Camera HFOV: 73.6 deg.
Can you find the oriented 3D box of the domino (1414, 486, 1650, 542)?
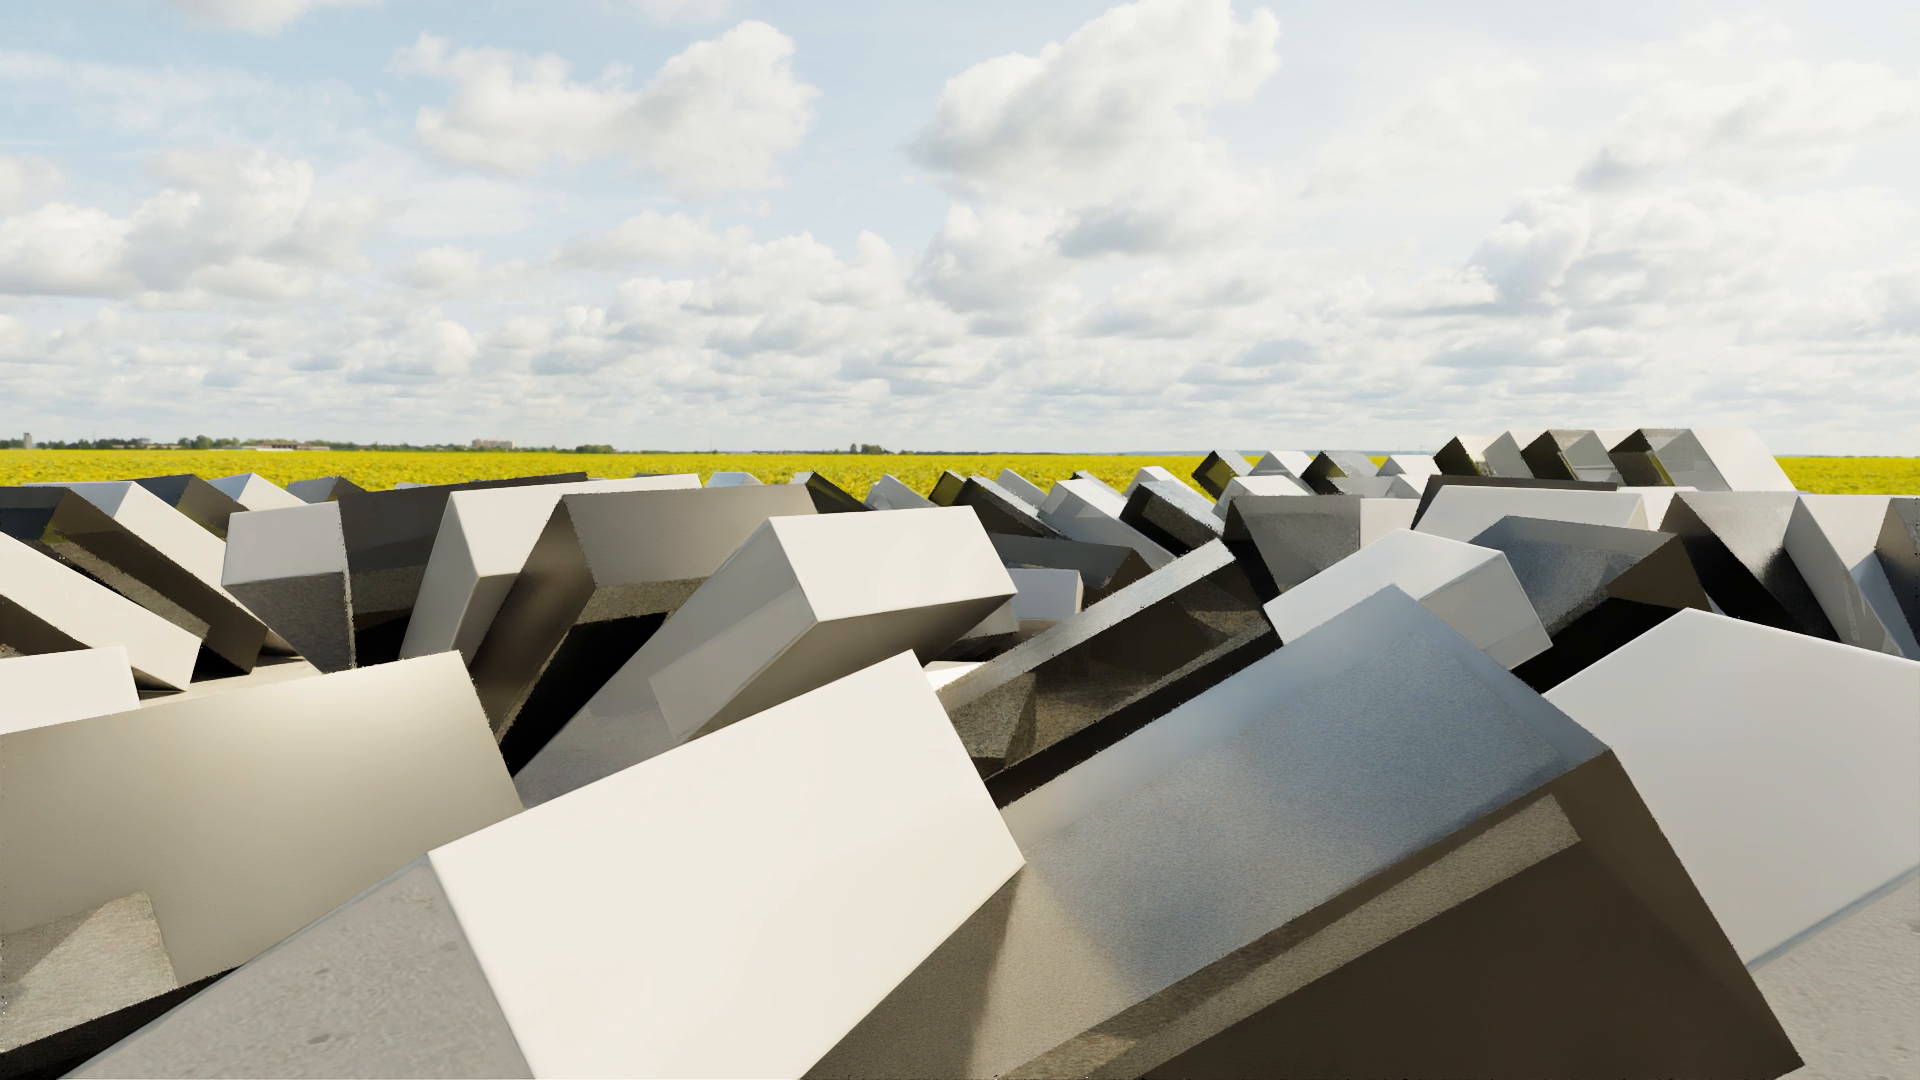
[{"bbox_3d":[0.061,0.013,0.153,0.025,0.010,0.050,5,42,45],"label":"domino"}]

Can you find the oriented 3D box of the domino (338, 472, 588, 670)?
[{"bbox_3d":[-0.059,0.011,0.154,0.025,0.009,0.050,-8,-29,-27],"label":"domino"}]

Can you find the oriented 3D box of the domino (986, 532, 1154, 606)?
[{"bbox_3d":[0.023,0.011,0.256,0.025,0.010,0.050,46,-20,-26],"label":"domino"}]

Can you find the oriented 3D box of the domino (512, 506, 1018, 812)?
[{"bbox_3d":[-0.020,0.015,0.123,0.025,0.009,0.050,-5,-29,-50],"label":"domino"}]

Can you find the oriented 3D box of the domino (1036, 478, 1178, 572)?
[{"bbox_3d":[0.044,0.003,0.300,0.050,0.010,0.025,34,16,16],"label":"domino"}]

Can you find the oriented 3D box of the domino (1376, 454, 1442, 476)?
[{"bbox_3d":[0.136,-0.003,0.342,0.025,0.009,0.050,-2,45,-30],"label":"domino"}]

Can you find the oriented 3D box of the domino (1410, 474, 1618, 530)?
[{"bbox_3d":[0.070,0.011,0.171,0.025,0.010,0.050,5,43,32],"label":"domino"}]

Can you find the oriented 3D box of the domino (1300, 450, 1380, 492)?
[{"bbox_3d":[0.119,-0.004,0.352,0.025,0.009,0.050,-3,47,-48],"label":"domino"}]

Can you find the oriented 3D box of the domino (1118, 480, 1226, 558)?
[{"bbox_3d":[0.063,0.004,0.294,0.050,0.009,0.025,35,18,20],"label":"domino"}]

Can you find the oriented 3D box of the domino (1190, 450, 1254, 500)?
[{"bbox_3d":[0.090,-0.005,0.364,0.050,0.010,0.025,46,21,16],"label":"domino"}]

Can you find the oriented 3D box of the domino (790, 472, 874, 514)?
[{"bbox_3d":[-0.017,0.002,0.292,0.050,0.009,0.025,34,-7,-14],"label":"domino"}]

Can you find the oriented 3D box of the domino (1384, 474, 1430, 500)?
[{"bbox_3d":[0.112,0.005,0.263,0.025,0.009,0.050,0,36,-31],"label":"domino"}]

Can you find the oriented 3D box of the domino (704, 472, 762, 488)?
[{"bbox_3d":[-0.033,0.003,0.282,0.050,0.010,0.025,36,-13,-23],"label":"domino"}]

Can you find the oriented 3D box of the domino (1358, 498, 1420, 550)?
[{"bbox_3d":[0.073,0.011,0.191,0.025,0.010,0.050,1,35,17],"label":"domino"}]

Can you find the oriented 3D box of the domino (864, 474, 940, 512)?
[{"bbox_3d":[0.002,0.002,0.301,0.050,0.009,0.025,32,2,-1],"label":"domino"}]

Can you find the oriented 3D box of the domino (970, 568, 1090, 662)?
[{"bbox_3d":[-0.002,0.014,0.239,0.050,0.009,0.025,1,-25,13],"label":"domino"}]

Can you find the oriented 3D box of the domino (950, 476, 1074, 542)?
[{"bbox_3d":[0.023,0.002,0.302,0.050,0.009,0.025,33,8,8],"label":"domino"}]

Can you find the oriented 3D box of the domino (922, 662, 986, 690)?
[{"bbox_3d":[-0.003,0.025,0.170,0.025,0.009,0.050,1,4,7],"label":"domino"}]

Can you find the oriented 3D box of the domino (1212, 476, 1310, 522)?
[{"bbox_3d":[0.083,0.004,0.287,0.025,0.009,0.050,-5,39,-49],"label":"domino"}]

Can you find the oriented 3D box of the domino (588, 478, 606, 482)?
[{"bbox_3d":[-0.060,0.005,0.258,0.025,0.009,0.050,5,-28,50],"label":"domino"}]

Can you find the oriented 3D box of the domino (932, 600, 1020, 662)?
[{"bbox_3d":[-0.017,0.017,0.204,0.050,0.010,0.025,-4,-22,-43],"label":"domino"}]

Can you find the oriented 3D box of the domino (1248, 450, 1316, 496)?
[{"bbox_3d":[0.106,-0.005,0.360,0.050,0.009,0.025,49,29,23],"label":"domino"}]

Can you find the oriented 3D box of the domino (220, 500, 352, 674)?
[{"bbox_3d":[-0.072,0.011,0.171,0.025,0.010,0.050,-7,-27,-4],"label":"domino"}]

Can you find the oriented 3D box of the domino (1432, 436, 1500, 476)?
[{"bbox_3d":[0.145,-0.004,0.329,0.025,0.050,0.010,-3,-34,-31],"label":"domino"}]

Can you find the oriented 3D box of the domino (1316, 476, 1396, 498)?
[{"bbox_3d":[0.101,0.004,0.276,0.025,0.009,0.050,-3,38,-35],"label":"domino"}]

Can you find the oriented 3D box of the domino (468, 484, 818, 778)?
[{"bbox_3d":[-0.036,0.013,0.132,0.025,0.009,0.050,-5,-31,-42],"label":"domino"}]

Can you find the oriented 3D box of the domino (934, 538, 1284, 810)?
[{"bbox_3d":[0.006,0.017,0.123,0.050,0.009,0.025,-29,0,9],"label":"domino"}]

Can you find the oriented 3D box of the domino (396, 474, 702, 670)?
[{"bbox_3d":[-0.047,0.012,0.142,0.025,0.009,0.050,-7,-30,-37],"label":"domino"}]

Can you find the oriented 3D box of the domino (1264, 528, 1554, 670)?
[{"bbox_3d":[0.027,0.016,0.124,0.050,0.010,0.025,-30,5,2],"label":"domino"}]

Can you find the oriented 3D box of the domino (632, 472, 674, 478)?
[{"bbox_3d":[-0.047,0.004,0.271,0.050,0.009,0.025,38,-16,-29],"label":"domino"}]

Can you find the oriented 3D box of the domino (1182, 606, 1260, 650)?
[{"bbox_3d":[0.060,0.020,0.238,0.025,0.009,0.050,0,4,-4],"label":"domino"}]

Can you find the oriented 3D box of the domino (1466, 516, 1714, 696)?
[{"bbox_3d":[0.048,0.015,0.133,0.050,0.009,0.025,-32,12,-10],"label":"domino"}]

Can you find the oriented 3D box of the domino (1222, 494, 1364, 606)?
[{"bbox_3d":[0.064,0.010,0.215,0.025,0.009,0.050,-1,34,-7],"label":"domino"}]
